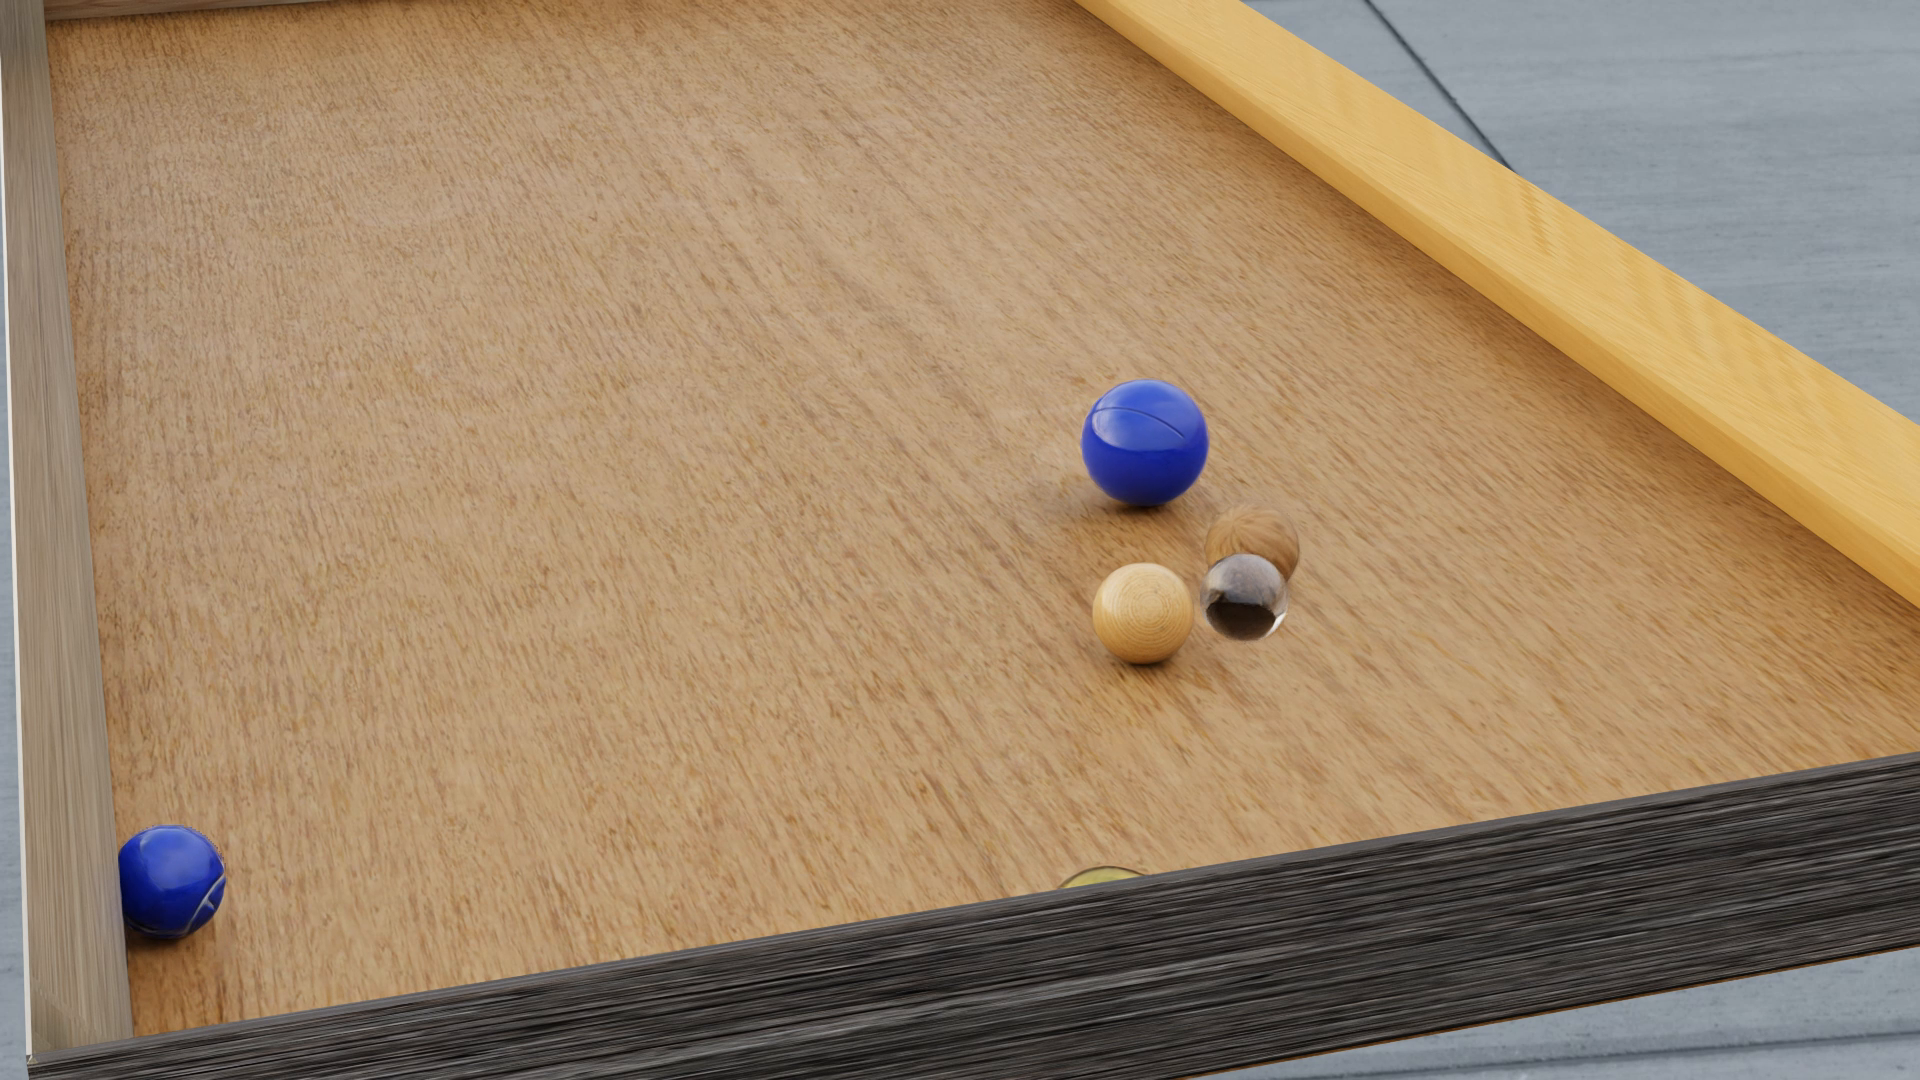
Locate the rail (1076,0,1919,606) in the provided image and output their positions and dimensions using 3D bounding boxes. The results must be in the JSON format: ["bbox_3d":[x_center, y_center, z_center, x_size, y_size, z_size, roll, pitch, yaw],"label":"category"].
[{"bbox_3d":[0.408,-0.348,2.808,0.045,0.126,2.504,-7,25,-15],"label":"rail"}]

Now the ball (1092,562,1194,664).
[{"bbox_3d":[0.125,0.050,2.001,0.070,0.070,0.070,0,24,0],"label":"ball"}]

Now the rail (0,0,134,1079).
[{"bbox_3d":[-0.774,-0.199,2.479,0.045,0.126,2.504,-7,25,-15],"label":"rail"}]

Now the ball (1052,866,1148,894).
[{"bbox_3d":[0.082,0.219,1.612,0.081,0.081,0.081,0,24,0],"label":"ball"}]

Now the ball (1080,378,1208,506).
[{"bbox_3d":[0.140,-0.074,2.241,0.097,0.097,0.097,0,24,0],"label":"ball"}]

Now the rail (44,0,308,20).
[{"bbox_3d":[-0.542,-0.758,3.714,1.283,0.126,0.045,-7,25,-15],"label":"rail"}]

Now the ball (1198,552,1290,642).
[{"bbox_3d":[0.196,0.040,2.032,0.062,0.062,0.062,0,24,0],"label":"ball"}]

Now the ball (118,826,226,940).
[{"bbox_3d":[-0.454,0.196,1.684,0.065,0.065,0.065,0,24,0],"label":"ball"}]

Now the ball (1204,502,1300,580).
[{"bbox_3d":[0.208,0.006,2.099,0.068,0.068,0.068,0,24,0],"label":"ball"}]

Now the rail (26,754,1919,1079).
[{"bbox_3d":[0.176,0.211,1.574,1.283,0.126,0.045,-7,25,-15],"label":"rail"}]
